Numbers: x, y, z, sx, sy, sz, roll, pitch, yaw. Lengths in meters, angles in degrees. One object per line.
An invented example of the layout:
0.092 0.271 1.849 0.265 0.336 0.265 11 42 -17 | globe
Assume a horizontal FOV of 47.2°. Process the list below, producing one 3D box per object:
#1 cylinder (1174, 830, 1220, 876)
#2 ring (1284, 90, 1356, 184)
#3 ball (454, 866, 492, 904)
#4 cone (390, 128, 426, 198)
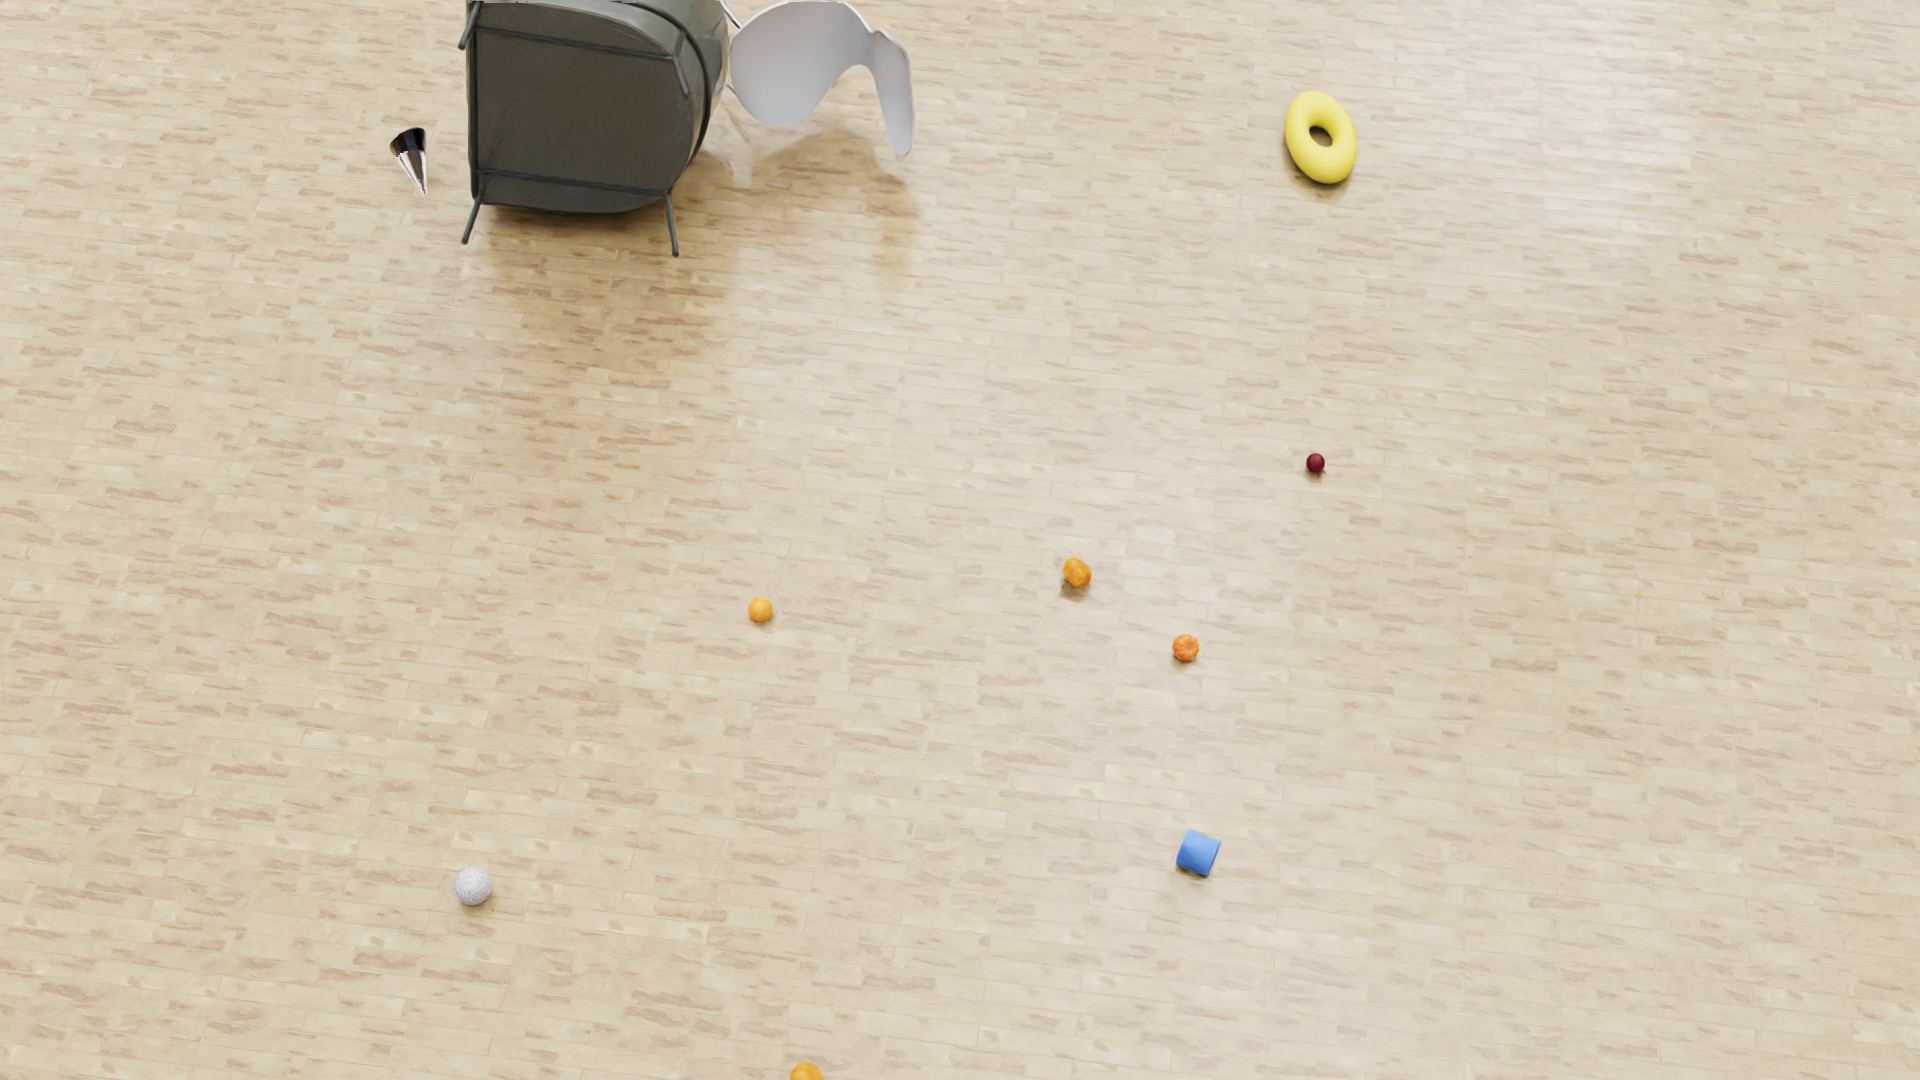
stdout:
0.644 0.848 5.956 0.093 0.068 0.102 21 94 14 | cylinder
1.218 -1.362 7.426 0.235 0.105 0.405 -5 56 -4 | ring
-1.305 0.927 5.891 0.101 0.101 0.101 0 56 0 | ball
-1.815 -1.236 7.349 0.119 0.202 0.215 -14 81 -31 | cone
